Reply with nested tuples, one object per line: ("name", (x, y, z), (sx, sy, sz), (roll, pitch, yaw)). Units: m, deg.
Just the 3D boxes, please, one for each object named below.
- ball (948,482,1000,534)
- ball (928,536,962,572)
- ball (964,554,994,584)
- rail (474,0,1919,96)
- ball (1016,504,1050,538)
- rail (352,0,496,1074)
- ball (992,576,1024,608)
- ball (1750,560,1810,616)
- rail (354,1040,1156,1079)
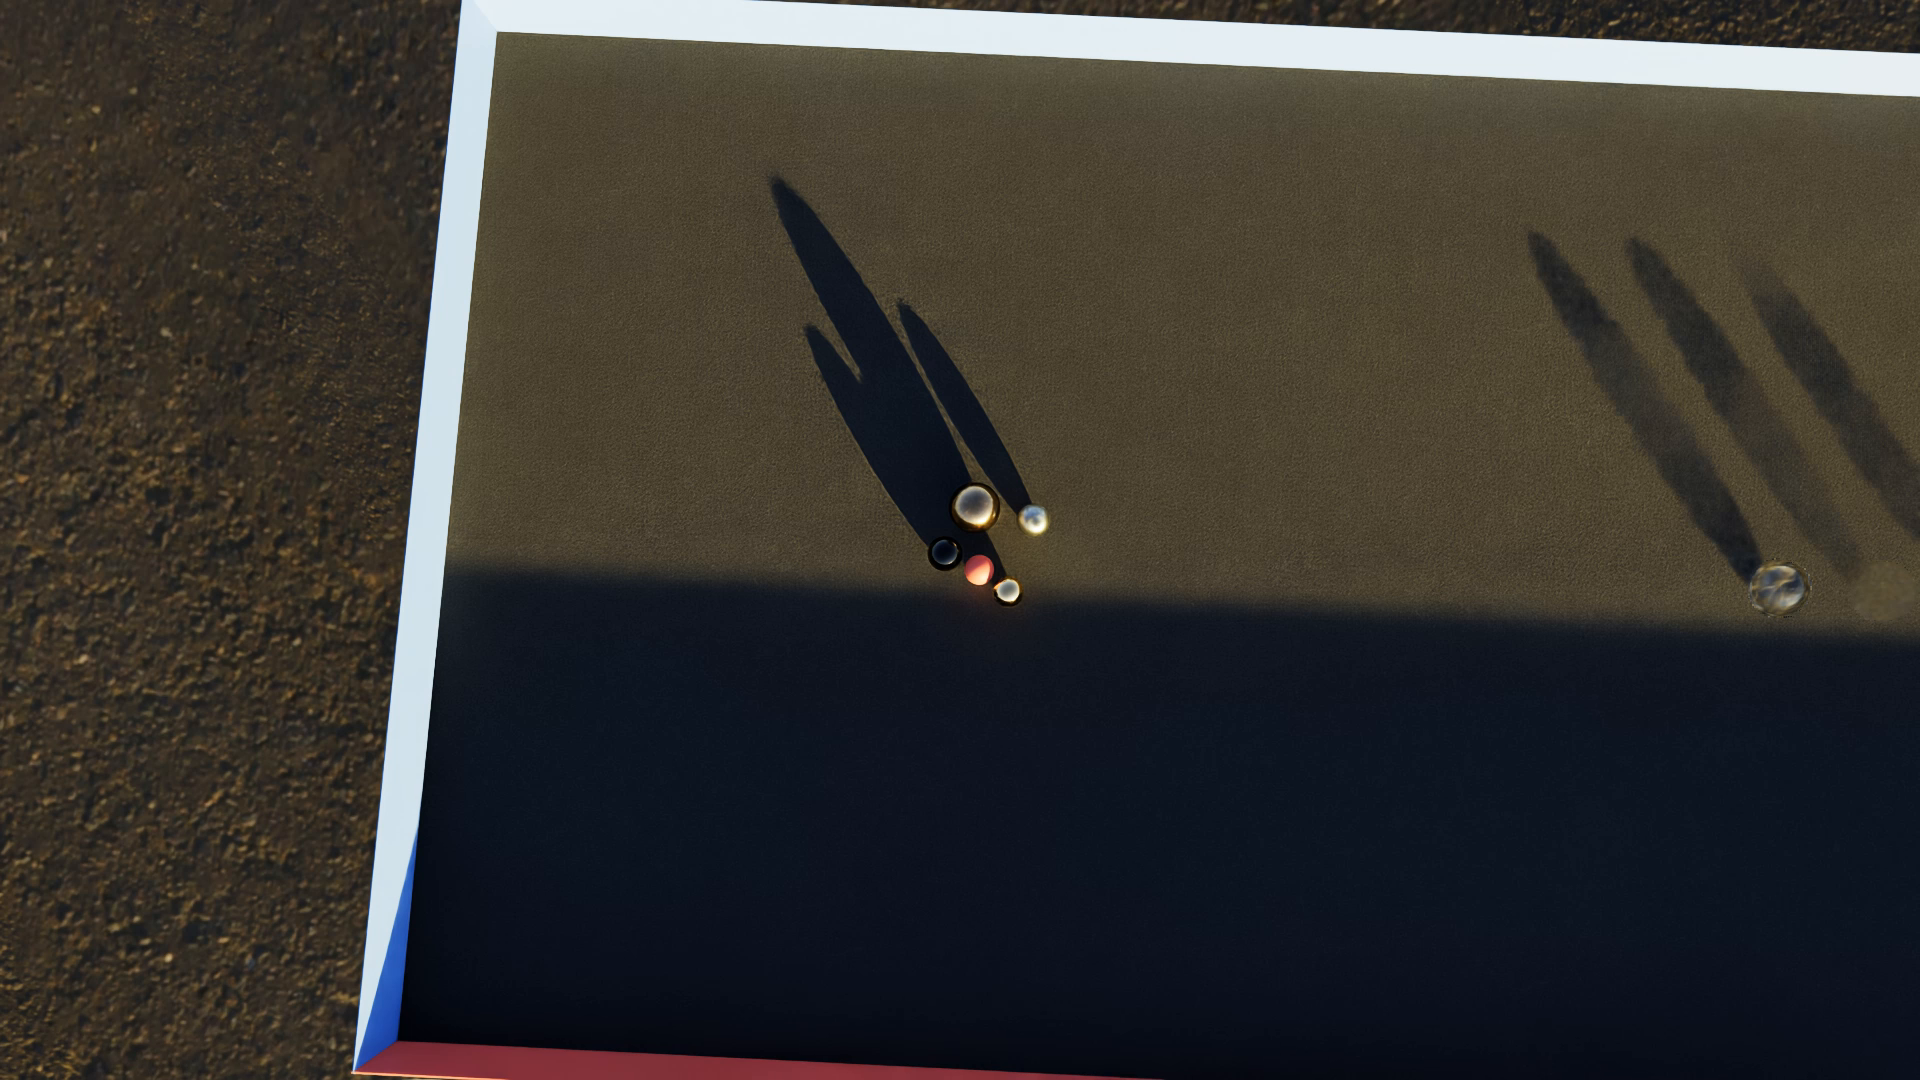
("ball", (0.022, -0.049, 3.307), (0.078, 0.078, 0.078), (0, 78, 0))
("ball", (-0.023, 0.021, 3.306), (0.053, 0.053, 0.053), (0, 78, 0))
("ball", (0.029, 0.045, 3.305), (0.045, 0.045, 0.045), (0, 78, 0))
("rail", (0.849, -0.745, 3.434), (3.245, 0.109, 0.045), (3, 78, 1))
("ball", (0.111, -0.029, 3.317), (0.051, 0.051, 0.051), (0, 78, 0))
("rail", (-0.787, -0.044, 3.290), (0.045, 0.109, 1.638), (3, 78, 1))
("ball", (0.072, 0.077, 3.298), (0.047, 0.047, 0.047), (0, 78, 0))
("ball", (1.223, 0.072, 3.280), (0.084, 0.084, 0.084), (0, 78, 0))
("rail", (0.771, 0.811, 3.114), (3.245, 0.109, 0.045), (3, 78, 1))
